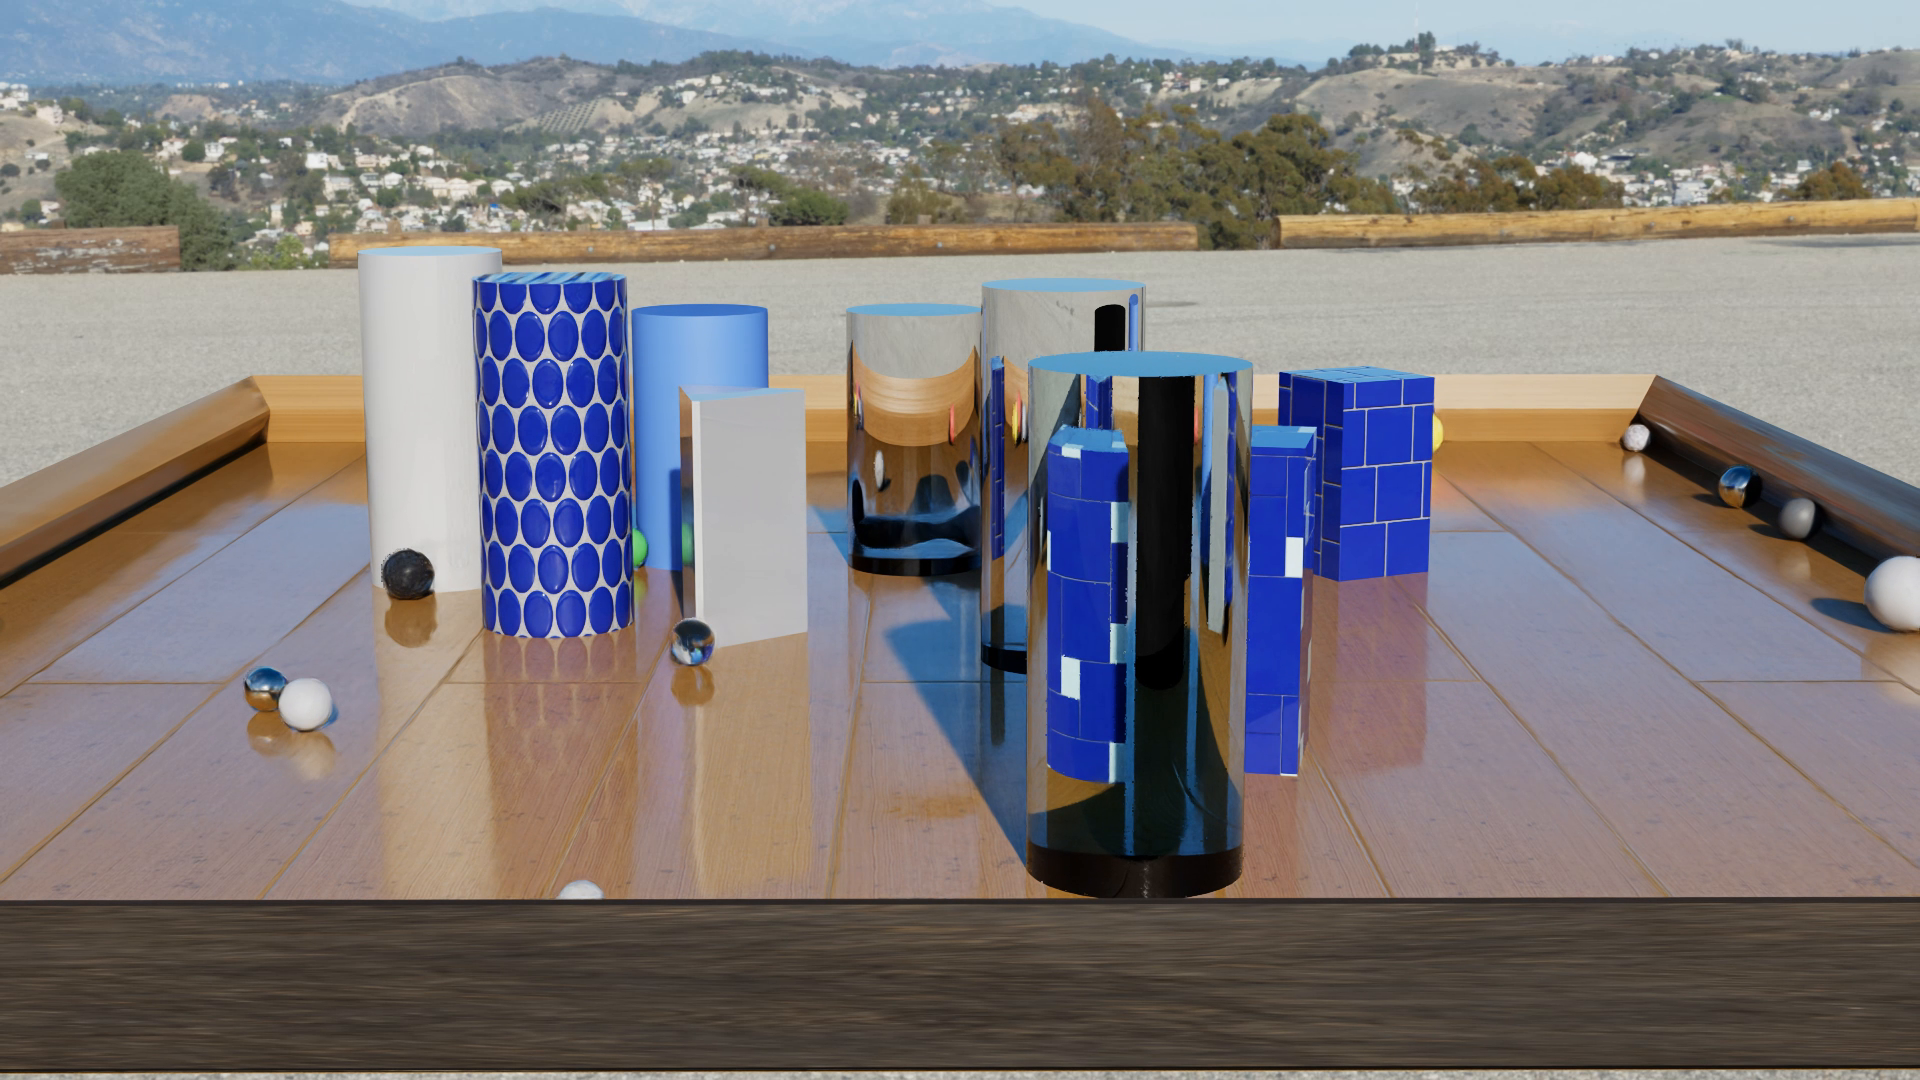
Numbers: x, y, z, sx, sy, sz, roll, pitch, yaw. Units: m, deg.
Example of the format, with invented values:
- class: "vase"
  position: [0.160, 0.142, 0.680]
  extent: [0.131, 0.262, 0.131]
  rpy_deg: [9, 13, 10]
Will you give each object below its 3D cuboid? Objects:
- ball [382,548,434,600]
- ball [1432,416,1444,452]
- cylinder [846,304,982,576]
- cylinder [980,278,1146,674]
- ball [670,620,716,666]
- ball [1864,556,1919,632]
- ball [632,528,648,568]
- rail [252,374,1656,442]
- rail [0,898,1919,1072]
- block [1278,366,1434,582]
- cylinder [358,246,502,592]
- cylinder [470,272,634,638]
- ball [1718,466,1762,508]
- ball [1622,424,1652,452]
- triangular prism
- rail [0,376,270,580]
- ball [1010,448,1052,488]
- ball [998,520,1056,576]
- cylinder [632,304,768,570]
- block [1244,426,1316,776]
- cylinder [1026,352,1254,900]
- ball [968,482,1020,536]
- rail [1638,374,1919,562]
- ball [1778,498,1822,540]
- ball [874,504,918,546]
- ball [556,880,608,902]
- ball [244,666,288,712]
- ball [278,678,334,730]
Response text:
- class: "ball"
  position: [-0.762, 0.047, 3.544]
  extent: [0.070, 0.070, 0.070]
  rpy_deg: [0, 10, 0]
- class: "ball"
  position: [0.870, -0.202, 4.849]
  extent: [0.086, 0.086, 0.086]
  rpy_deg: [0, 10, 0]
- class: "cylinder"
  position: [-0.066, -0.151, 3.771]
  extent: [0.200, 0.376, 0.200]
  rpy_deg: [0, 10, 0]
- class: "cylinder"
  position: [0.126, -0.081, 3.154]
  extent: [0.200, 0.465, 0.200]
  rpy_deg: [0, 10, 0]
- class: "ball"
  position: [-0.329, 0.126, 3.157]
  extent: [0.056, 0.056, 0.056]
  rpy_deg: [0, 10, 0]
- class: "ball"
  position: [1.229, 0.071, 3.338]
  extent: [0.099, 0.099, 0.099]
  rpy_deg: [0, 10, 0]
- class: "ball"
  position: [-0.489, 0.012, 3.755]
  extent: [0.063, 0.063, 0.063]
  rpy_deg: [0, 10, 0]
- class: "rail"
  position: [-0.009, -0.254, 5.004]
  extent: [2.749, 0.130, 0.045]
  rpy_deg: [0, 10, 0]
- class: "rail"
  position: [0.009, 0.321, 1.893]
  extent: [2.749, 0.130, 0.045]
  rpy_deg: [0, 10, 0]
- class: "block"
  position: [0.575, -0.100, 3.750]
  extent: [0.160, 0.285, 0.160]
  rpy_deg: [-5, 12, -27]
- class: "cylinder"
  position: [-0.745, -0.176, 3.650]
  extent: [0.200, 0.470, 0.200]
  rpy_deg: [0, 10, 0]
- class: "cylinder"
  position: [-0.532, -0.116, 3.365]
  extent: [0.200, 0.456, 0.200]
  rpy_deg: [0, 10, 0]
- class: "ball"
  position: [1.300, -0.088, 4.274]
  extent: [0.070, 0.070, 0.070]
  rpy_deg: [0, 10, 0]
- class: "ball"
  position: [1.294, -0.196, 4.902]
  extent: [0.054, 0.054, 0.054]
  rpy_deg: [0, 10, 0]
- class: "triangular prism"
  position: [-0.313, -0.037, 3.321]
  extent: [0.173, 0.316, 0.150]
  rpy_deg: [-9, 14, -41]
- class: "rail"
  position: [-1.351, 0.035, 3.441]
  extent: [0.045, 0.130, 3.211]
  rpy_deg: [0, 10, 0]
- class: "ball"
  position: [0.124, -0.125, 4.471]
  extent: [0.072, 0.072, 0.072]
  rpy_deg: [0, 10, 0]
- class: "ball"
  position: [0.097, 0.011, 3.707]
  extent: [0.082, 0.082, 0.082]
  rpy_deg: [0, 10, 0]
- class: "cylinder"
  position: [-0.383, -0.155, 3.809]
  extent: [0.200, 0.372, 0.200]
  rpy_deg: [0, 10, 0]
- class: "block"
  position: [0.289, 0.059, 2.728]
  extent: [0.160, 0.344, 0.160]
  rpy_deg: [2, 11, 12]
- class: "cylinder"
  position: [0.160, 0.072, 2.323]
  extent: [0.200, 0.466, 0.200]
  rpy_deg: [0, 10, 0]
- class: "ball"
  position: [0.053, -0.050, 4.030]
  extent: [0.084, 0.084, 0.084]
  rpy_deg: [0, 10, 0]
- class: "rail"
  position: [1.351, 0.032, 3.456]
  extent: [0.045, 0.130, 3.211]
  rpy_deg: [0, 10, 0]
- class: "ball"
  position: [1.304, -0.033, 3.985]
  extent: [0.067, 0.067, 0.067]
  rpy_deg: [0, 10, 0]
- class: "ball"
  position: [-0.097, -0.023, 3.932]
  extent: [0.067, 0.067, 0.067]
  rpy_deg: [0, 10, 0]
- class: "ball"
  position: [-0.322, 0.312, 2.185]
  extent: [0.044, 0.044, 0.044]
  rpy_deg: [0, 10, 0]
- class: "ball"
  position: [-0.793, 0.170, 2.932]
  extent: [0.051, 0.051, 0.051]
  rpy_deg: [0, 10, 0]
- class: "ball"
  position: [-0.725, 0.182, 2.844]
  extent: [0.059, 0.059, 0.059]
  rpy_deg: [0, 10, 0]
